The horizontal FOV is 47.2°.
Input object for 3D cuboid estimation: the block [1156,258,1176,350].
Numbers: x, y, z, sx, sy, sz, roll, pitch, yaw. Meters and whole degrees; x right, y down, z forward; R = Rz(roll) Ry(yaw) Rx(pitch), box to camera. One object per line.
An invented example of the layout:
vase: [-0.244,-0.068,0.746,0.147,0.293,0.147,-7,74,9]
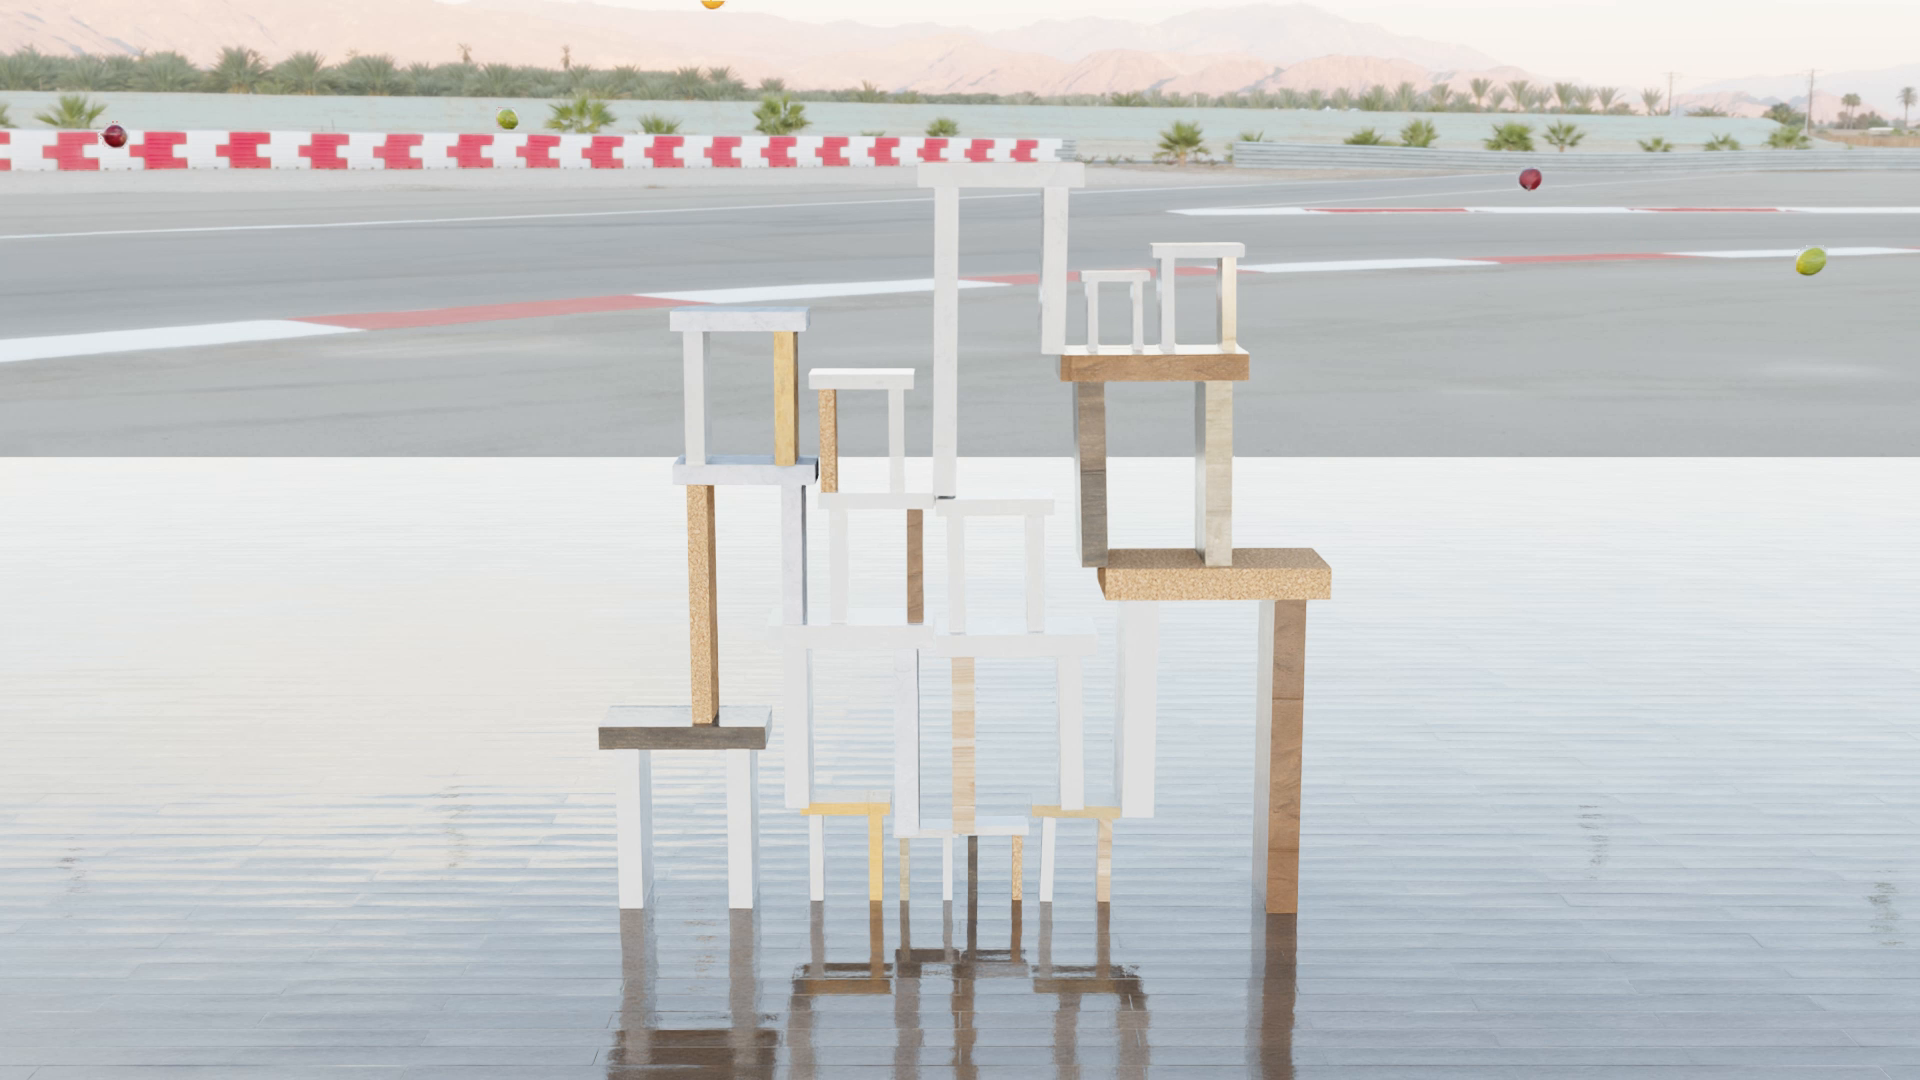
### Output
block: [0.327,-0.376,3.493,0.020,0.144,0.072,-1,9,-1]

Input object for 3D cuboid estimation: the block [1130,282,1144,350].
block: [0.281,-0.357,3.493,0.015,0.108,0.054,-1,8,-1]

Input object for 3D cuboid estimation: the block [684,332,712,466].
block: [-0.418,-0.232,3.511,0.030,0.212,0.106,0,11,0]

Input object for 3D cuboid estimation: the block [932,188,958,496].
block: [-0.022,-0.318,3.495,0.036,0.481,0.129,1,11,0]

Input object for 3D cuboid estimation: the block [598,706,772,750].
block: [-0.448,0.307,3.613,0.269,0.038,0.135,0,11,0]

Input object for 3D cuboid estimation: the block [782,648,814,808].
block: [-0.265,0.293,3.618,0.038,0.267,0.134,0,10,0]

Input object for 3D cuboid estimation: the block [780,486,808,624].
block: [-0.269,0.013,3.567,0.032,0.226,0.113,0,11,0]

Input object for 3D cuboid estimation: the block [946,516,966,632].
block: [-0.007,0.047,3.568,0.027,0.190,0.095,-1,10,-1]

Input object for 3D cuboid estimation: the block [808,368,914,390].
block: [-0.156,-0.258,3.514,0.166,0.023,0.083,0,11,0]

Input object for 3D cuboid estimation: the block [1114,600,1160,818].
block: [0.287,0.256,3.598,0.051,0.357,0.179,0,10,-1]

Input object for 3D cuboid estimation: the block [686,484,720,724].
block: [-0.418,0.095,3.582,0.032,0.391,0.113,0,11,0]

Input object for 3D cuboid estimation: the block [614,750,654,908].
block: [-0.538,0.458,3.641,0.038,0.269,0.135,0,11,0]

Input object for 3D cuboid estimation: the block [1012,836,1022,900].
block: [0.095,0.536,3.657,0.016,0.111,0.055,0,11,0]

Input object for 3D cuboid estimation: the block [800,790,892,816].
block: [-0.188,0.435,3.645,0.147,0.021,0.073,0,10,0]

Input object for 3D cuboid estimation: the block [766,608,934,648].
block: [-0.177,0.143,3.590,0.267,0.038,0.134,0,11,0]

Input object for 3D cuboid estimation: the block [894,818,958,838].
block: [-0.056,0.478,3.644,0.107,0.015,0.054,0,11,0]

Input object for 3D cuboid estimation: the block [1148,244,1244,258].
block: [0.374,-0.458,3.483,0.144,0.020,0.072,0,9,-1]

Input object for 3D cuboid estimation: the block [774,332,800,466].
block: [-0.277,-0.232,3.512,0.030,0.212,0.106,0,11,0]

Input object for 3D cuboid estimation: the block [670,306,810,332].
block: [-0.347,-0.351,3.489,0.212,0.030,0.106,0,11,0]

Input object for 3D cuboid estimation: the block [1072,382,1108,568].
block: [0.209,-0.115,3.533,0.042,0.295,0.148,-2,10,0]

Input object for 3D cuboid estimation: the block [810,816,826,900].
block: [-0.237,0.517,3.660,0.021,0.147,0.073,0,11,0]

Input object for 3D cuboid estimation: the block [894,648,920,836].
block: [-0.087,0.316,3.621,0.038,0.313,0.134,0,11,0]

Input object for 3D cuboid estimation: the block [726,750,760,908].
block: [-0.359,0.458,3.641,0.038,0.269,0.135,0,11,0]

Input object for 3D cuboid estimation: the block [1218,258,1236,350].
block: [0.423,-0.377,3.494,0.020,0.144,0.072,-1,9,0]

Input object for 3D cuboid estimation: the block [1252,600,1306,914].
block: [0.524,0.335,3.618,0.051,0.521,0.179,0,11,0]

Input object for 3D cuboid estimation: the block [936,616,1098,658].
block: [0.090,0.158,3.587,0.257,0.036,0.129,-1,10,-1]

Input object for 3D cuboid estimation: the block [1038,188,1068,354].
block: [0.146,-0.428,3.473,0.036,0.257,0.129,1,10,-1]

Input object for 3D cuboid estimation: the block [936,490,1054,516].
block: [0.055,-0.060,3.549,0.190,0.027,0.095,-1,10,-1]

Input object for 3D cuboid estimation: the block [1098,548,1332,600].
block: [0.407,0.054,3.563,0.357,0.051,0.179,0,10,-1]

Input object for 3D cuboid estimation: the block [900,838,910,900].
block: [-0.092,0.538,3.655,0.015,0.107,0.054,0,11,0]

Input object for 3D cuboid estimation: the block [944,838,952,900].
block: [-0.020,0.538,3.655,0.015,0.107,0.054,0,11,0]

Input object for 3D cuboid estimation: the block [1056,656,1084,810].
block: [0.180,0.301,3.616,0.036,0.257,0.129,-1,10,0]

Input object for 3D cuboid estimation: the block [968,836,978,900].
block: [0.021,0.536,3.658,0.016,0.111,0.055,0,10,0]

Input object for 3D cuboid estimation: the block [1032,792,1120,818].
block: [0.191,0.439,3.639,0.143,0.020,0.072,1,10,2]

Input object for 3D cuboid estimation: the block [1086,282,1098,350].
block: [0.209,-0.356,3.491,0.015,0.108,0.054,-1,9,-1]

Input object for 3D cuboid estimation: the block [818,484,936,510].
block: [-0.134,-0.070,3.550,0.185,0.026,0.093,0,11,0]

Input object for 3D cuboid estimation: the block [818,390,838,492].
block: [-0.211,-0.165,3.531,0.023,0.166,0.083,0,11,0]

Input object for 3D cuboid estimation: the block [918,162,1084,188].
block: [0.064,-0.573,3.446,0.257,0.036,0.129,0,11,0]

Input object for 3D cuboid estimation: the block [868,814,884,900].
block: [-0.139,0.517,3.660,0.021,0.147,0.073,0,11,0]

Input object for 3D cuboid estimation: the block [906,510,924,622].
block: [-0.072,0.034,3.569,0.026,0.185,0.093,0,11,0]

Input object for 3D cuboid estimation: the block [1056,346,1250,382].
block: [0.303,-0.282,3.504,0.295,0.042,0.148,0,10,-1]

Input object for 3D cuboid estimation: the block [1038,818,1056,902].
block: [0.144,0.520,3.654,0.020,0.143,0.072,2,11,0]

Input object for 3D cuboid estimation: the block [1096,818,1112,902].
block: [0.238,0.520,3.654,0.020,0.143,0.072,1,11,0]

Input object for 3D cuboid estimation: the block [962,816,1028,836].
block: [0.057,0.473,3.646,0.111,0.016,0.055,0,10,0]

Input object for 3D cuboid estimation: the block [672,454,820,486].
block: [-0.343,-0.113,3.543,0.226,0.032,0.113,0,11,0]

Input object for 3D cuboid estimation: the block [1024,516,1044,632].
block: [0.121,0.046,3.570,0.027,0.190,0.095,-1,10,-1]

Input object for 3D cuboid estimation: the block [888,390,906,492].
block: [-0.100,-0.165,3.531,0.023,0.166,0.083,0,11,0]

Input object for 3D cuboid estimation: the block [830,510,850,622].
block: [-0.196,0.034,3.570,0.026,0.185,0.093,0,11,0]

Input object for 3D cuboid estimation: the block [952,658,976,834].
block: [0.005,0.322,3.616,0.036,0.294,0.129,0,10,-1]

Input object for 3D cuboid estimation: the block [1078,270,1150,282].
block: [0.244,-0.418,3.485,0.108,0.015,0.054,-1,9,-2]

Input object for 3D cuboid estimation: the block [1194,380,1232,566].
block: [0.407,-0.117,3.535,0.042,0.295,0.148,-1,10,-1]
